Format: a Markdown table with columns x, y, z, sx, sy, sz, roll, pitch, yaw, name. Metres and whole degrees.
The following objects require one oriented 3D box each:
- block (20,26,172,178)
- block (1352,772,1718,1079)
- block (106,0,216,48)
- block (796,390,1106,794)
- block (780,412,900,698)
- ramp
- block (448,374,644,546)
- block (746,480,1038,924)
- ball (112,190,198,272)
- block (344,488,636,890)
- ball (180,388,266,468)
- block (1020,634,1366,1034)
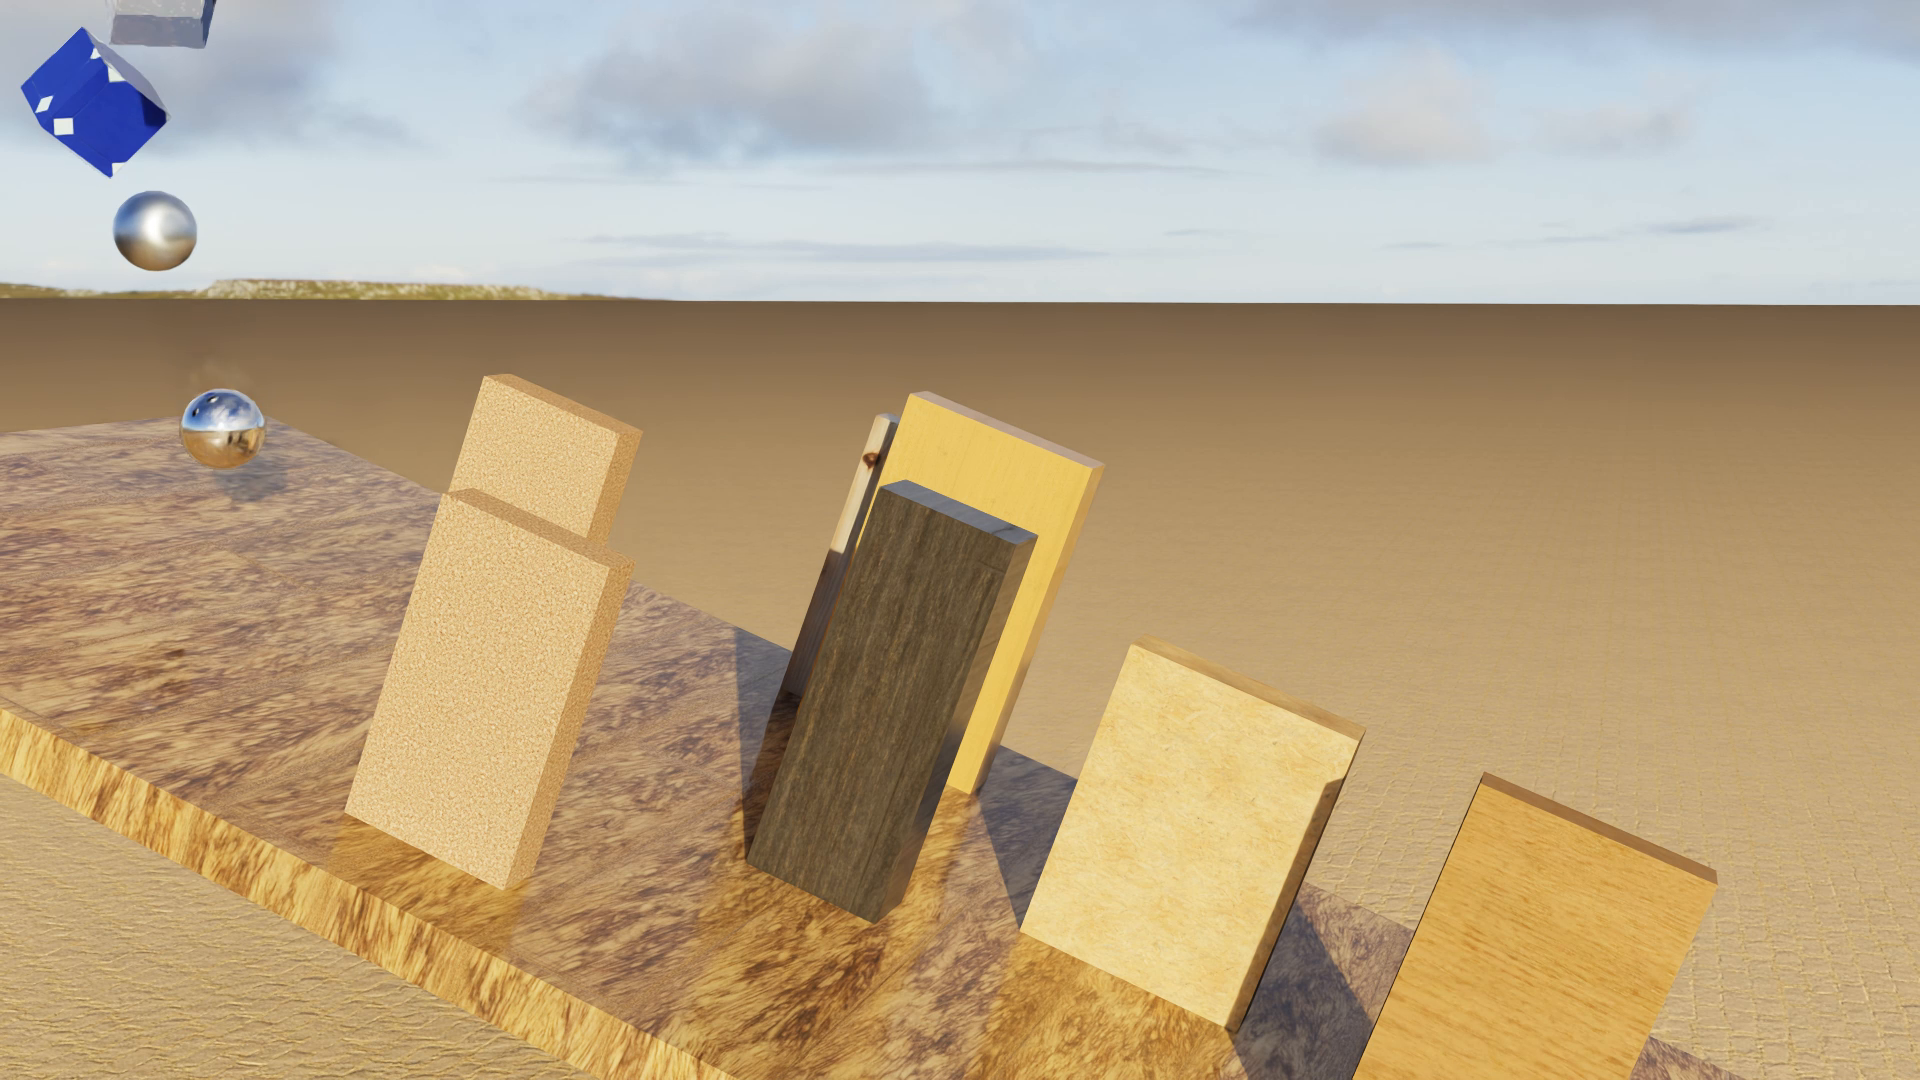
| x | y | z | sx | sy | sz | roll | pitch | yaw | name |
| --- | --- | --- | --- | --- | --- | --- | --- | --- | --- |
| -1.920 | -0.973 | 4.888 | 0.195 | 0.195 | 0.195 | 49 | 3 | 40 | block |
| 0.837 | 0.761 | 3.379 | 0.366 | 0.721 | 0.086 | 23 | 13 | 13 | block |
| -1.572 | -1.092 | 4.309 | 0.179 | 0.179 | 0.179 | -3 | -17 | -27 | block |
| -0.025 | 0.111 | 4.735 | 0.425 | 0.754 | 0.119 | 23 | 13 | 13 | block |
| -0.113 | 0.097 | 4.876 | 0.377 | 0.660 | 0.084 | 23 | 13 | 13 | block |
| -0.326 | 0.590 | 4.206 | 4.000 | 0.100 | 2.000 | 23 | 13 | 13 | ramp |
| -0.915 | -0.060 | 4.676 | 0.331 | 0.495 | 0.113 | 23 | 13 | 13 | block |
| -0.123 | 0.285 | 3.894 | 0.262 | 0.730 | 0.146 | 23 | 13 | 13 | block |
| -1.592 | -0.611 | 4.351 | 0.159 | 0.159 | 0.159 | 0 | 7 | 0 | ball |
| -0.753 | 0.236 | 3.510 | 0.304 | 0.560 | 0.096 | 23 | 13 | 13 | block |
| -1.466 | -0.221 | 4.375 | 0.159 | 0.159 | 0.159 | 0 | 7 | 0 | ball |
| 0.423 | 0.532 | 4.022 | 0.437 | 0.587 | 0.123 | 23 | 13 | 13 | block |
